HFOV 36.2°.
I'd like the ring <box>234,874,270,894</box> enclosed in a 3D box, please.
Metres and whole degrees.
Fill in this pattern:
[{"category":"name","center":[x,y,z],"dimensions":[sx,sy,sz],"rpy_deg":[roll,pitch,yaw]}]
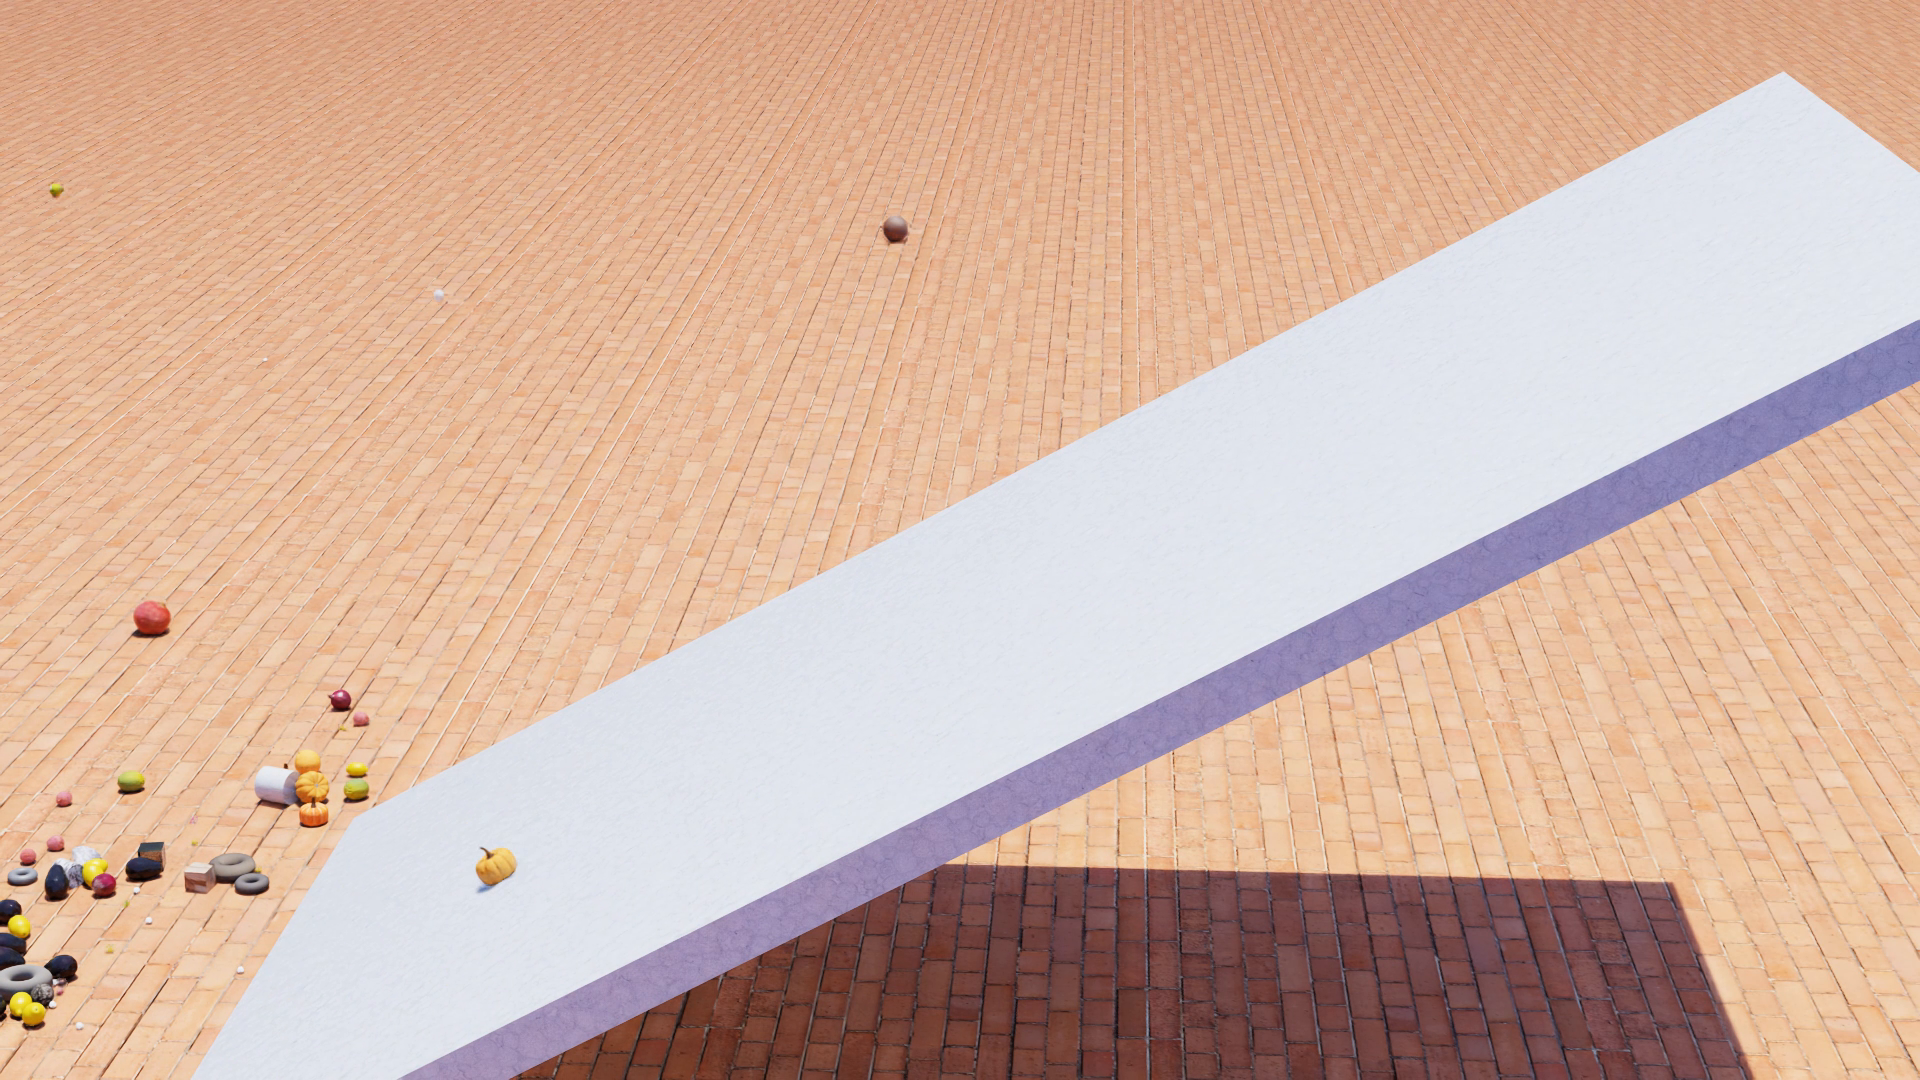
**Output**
[{"category":"ring","center":[-1.782,0.865,7.403],"dimensions":[0.087,0.029,0.087],"rpy_deg":[0,19,0]}]

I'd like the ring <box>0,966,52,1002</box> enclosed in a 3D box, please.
[{"category":"ring","center":[-2.188,1.033,6.859],"dimensions":[0.139,0.046,0.139],"rpy_deg":[0,17,0]}]

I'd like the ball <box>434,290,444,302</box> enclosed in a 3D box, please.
[{"category":"ball","center":[-2.380,-1.114,13.432],"dimensions":[0.053,0.053,0.053],"rpy_deg":[0,18,0]}]

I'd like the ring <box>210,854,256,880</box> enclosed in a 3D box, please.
[{"category":"ring","center":[-1.854,0.832,7.485],"dimensions":[0.121,0.040,0.121],"rpy_deg":[0,17,0]}]

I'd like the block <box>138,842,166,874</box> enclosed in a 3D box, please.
[{"category":"block","center":[-2.065,0.811,7.517],"dimensions":[0.060,0.060,0.060],"rpy_deg":[-2,18,-7]}]

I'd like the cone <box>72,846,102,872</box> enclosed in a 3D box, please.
[{"category":"cone","center":[-2.235,0.834,7.487],"dimensions":[0.078,0.078,0.078],"rpy_deg":[2,45,5]}]

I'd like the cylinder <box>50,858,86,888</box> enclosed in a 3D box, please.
[{"category":"cylinder","center":[-2.252,0.841,7.423],"dimensions":[0.062,0.062,0.062],"rpy_deg":[12,22,33]}]

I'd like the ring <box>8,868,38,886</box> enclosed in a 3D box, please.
[{"category":"ring","center":[-2.374,0.852,7.450],"dimensions":[0.075,0.025,0.075],"rpy_deg":[1,19,0]}]

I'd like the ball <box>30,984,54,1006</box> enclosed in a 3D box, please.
[{"category":"ball","center":[-2.119,1.051,6.795],"dimensions":[0.052,0.052,0.052],"rpy_deg":[0,18,0]}]

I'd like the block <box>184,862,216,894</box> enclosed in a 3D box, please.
[{"category":"block","center":[-1.912,0.851,7.400],"dimensions":[0.057,0.057,0.057],"rpy_deg":[3,18,10]}]

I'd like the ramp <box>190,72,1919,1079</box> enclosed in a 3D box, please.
[{"category":"ramp","center":[0.142,0.167,6.283],"dimensions":[4.000,0.100,2.000],"rpy_deg":[-27,14,11]}]

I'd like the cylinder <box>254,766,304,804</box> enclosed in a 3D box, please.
[{"category":"cylinder","center":[-1.835,0.661,7.926],"dimensions":[0.092,0.092,0.092],"rpy_deg":[8,20,22]}]
